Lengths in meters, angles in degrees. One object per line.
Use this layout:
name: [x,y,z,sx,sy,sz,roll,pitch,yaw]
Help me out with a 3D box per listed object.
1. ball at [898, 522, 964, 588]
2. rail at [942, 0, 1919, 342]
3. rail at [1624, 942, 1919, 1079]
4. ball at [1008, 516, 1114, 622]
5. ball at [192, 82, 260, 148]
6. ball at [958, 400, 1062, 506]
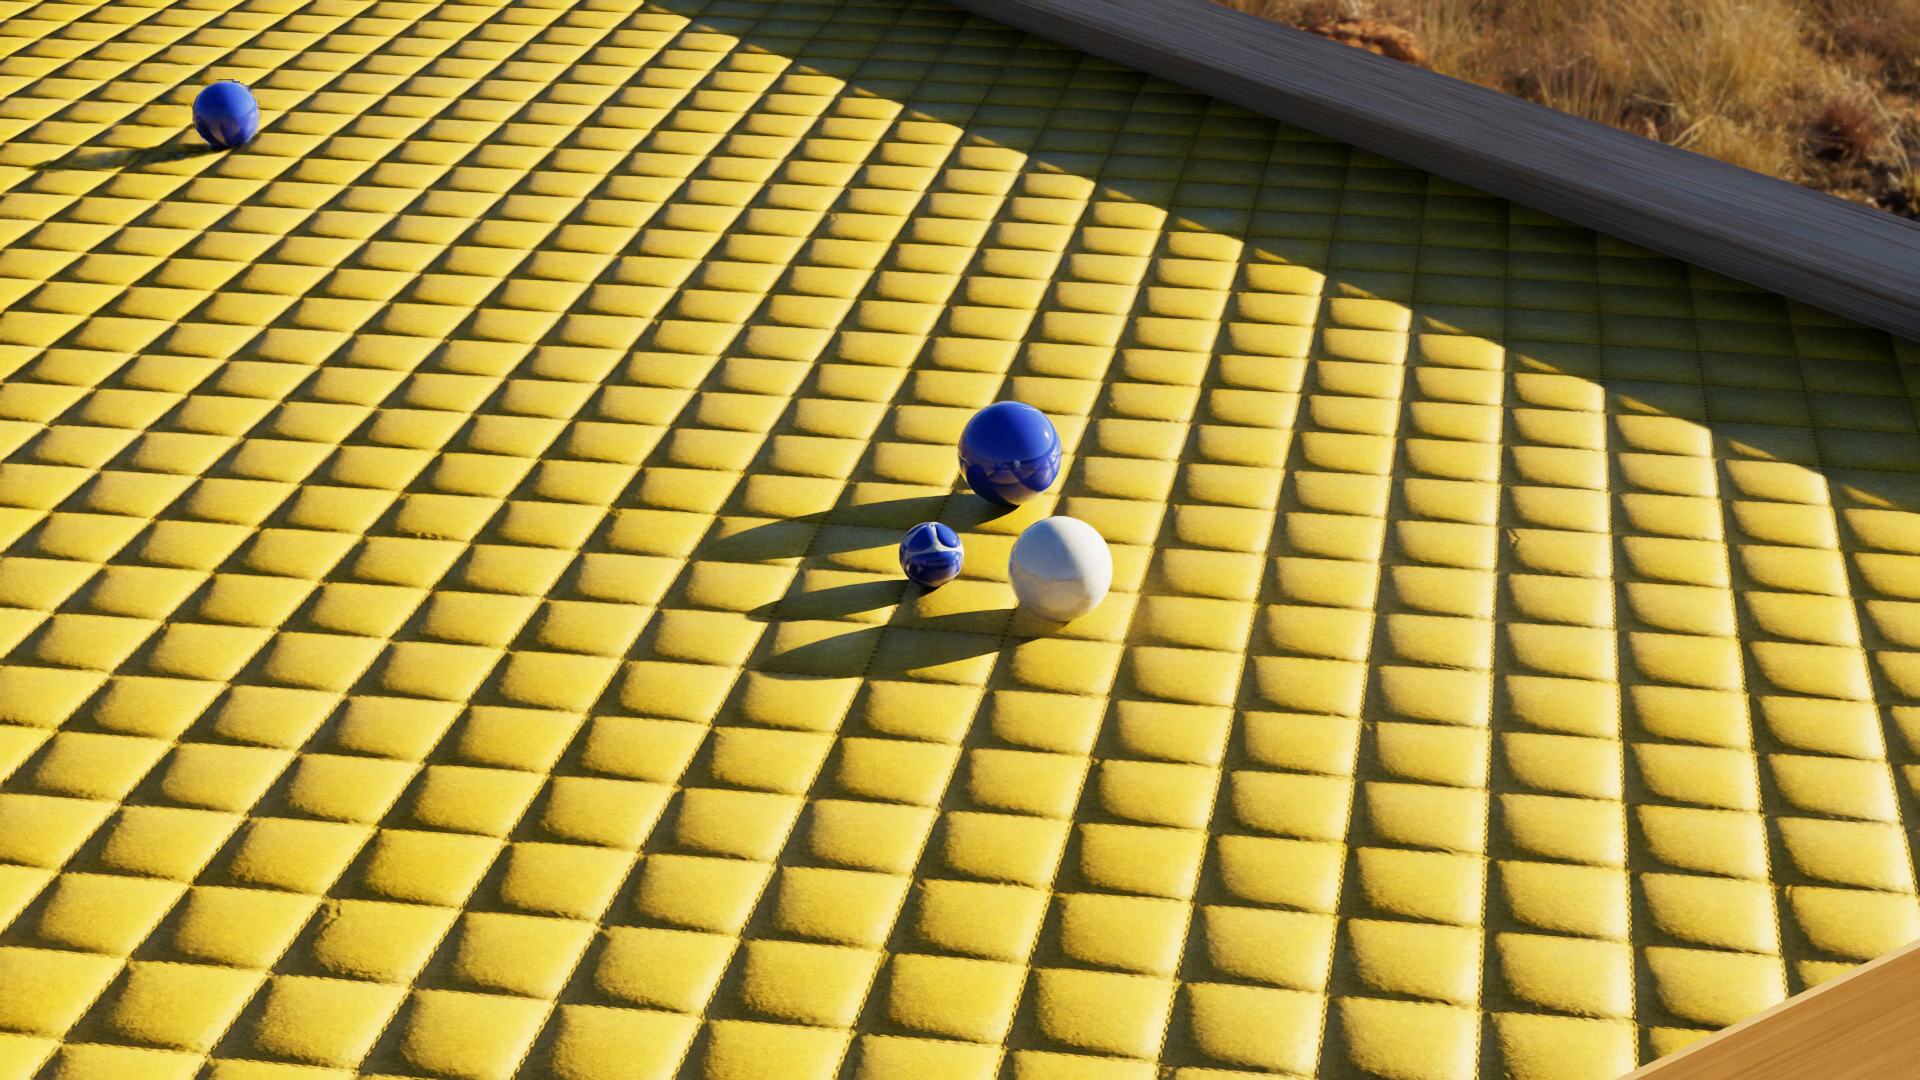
ball: [-0.022,0.011,2.234,0.050,0.050,0.050,0,24,0]
rail: [0.341,-0.542,3.400,0.045,0.110,3.457,-16,28,-31]
rail: [0.479,0.262,1.593,2.073,0.110,0.045,-16,28,-31]
ball: [0.074,0.021,2.176,0.078,0.078,0.078,0,24,0]
ball: [-0.824,-0.478,3.302,0.074,0.074,0.074,0,24,0]
ball: [0.040,-0.070,2.373,0.085,0.085,0.085,0,24,0]
